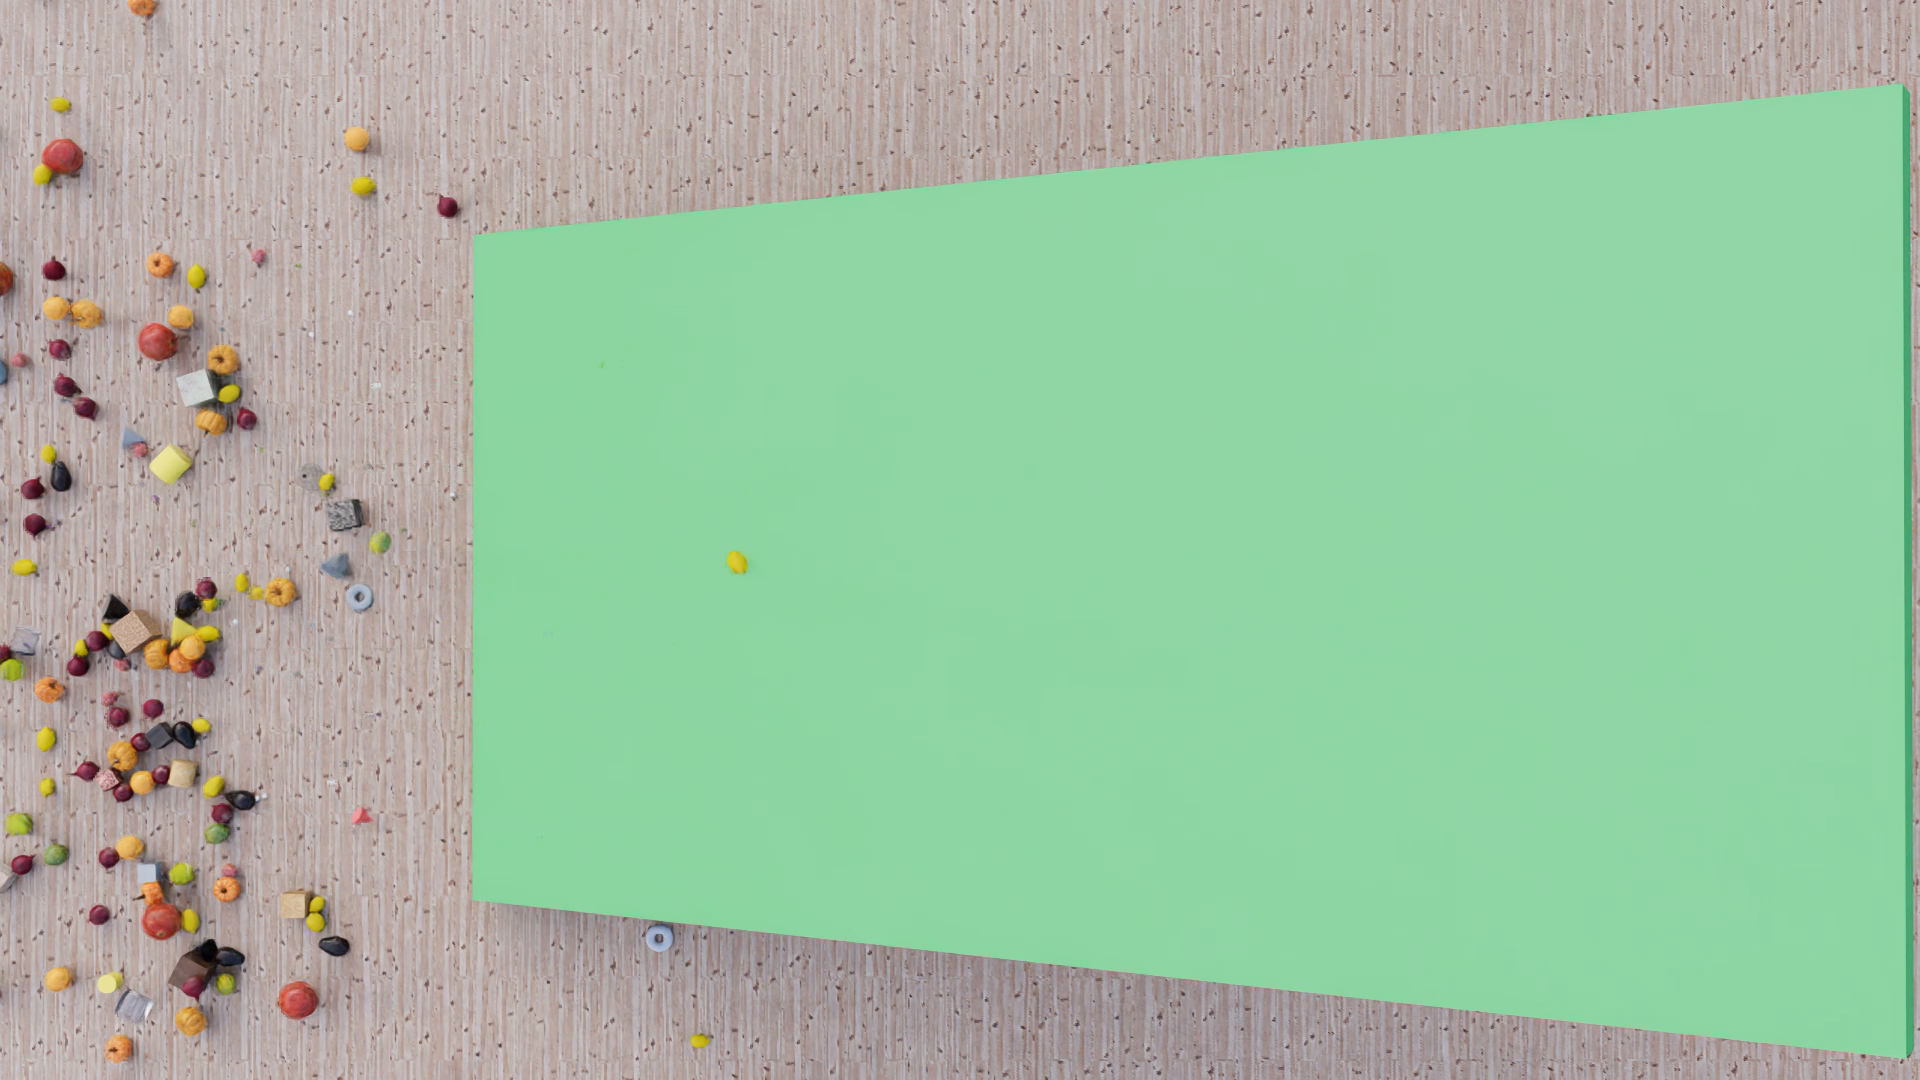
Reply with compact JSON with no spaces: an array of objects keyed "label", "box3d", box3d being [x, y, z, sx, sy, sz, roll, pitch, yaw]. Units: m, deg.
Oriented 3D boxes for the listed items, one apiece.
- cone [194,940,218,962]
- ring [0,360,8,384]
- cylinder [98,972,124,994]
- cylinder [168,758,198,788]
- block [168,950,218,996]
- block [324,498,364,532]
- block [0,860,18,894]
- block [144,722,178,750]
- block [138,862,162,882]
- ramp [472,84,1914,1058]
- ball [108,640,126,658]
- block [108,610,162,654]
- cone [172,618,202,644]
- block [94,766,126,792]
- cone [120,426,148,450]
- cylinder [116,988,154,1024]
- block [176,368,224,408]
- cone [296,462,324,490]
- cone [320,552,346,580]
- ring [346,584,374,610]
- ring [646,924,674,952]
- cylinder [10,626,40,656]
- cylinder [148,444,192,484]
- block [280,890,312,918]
[{"label":"cone","box3d":[-2.303,1.245,6.675,0.065,0.065,0.065,-4,89,27]},{"label":"ring","box3d":[-2.947,-0.510,6.661,0.113,0.038,0.113,-10,132,-11]},{"label":"cylinder","box3d":[-2.573,1.341,6.661,0.055,0.055,0.055,0,89,0]},{"label":"cylinder","box3d":[-2.354,0.706,6.658,0.072,0.072,0.072,13,89,0]},{"label":"block","box3d":[-2.317,1.309,6.643,0.091,0.091,0.091,28,90,0]},{"label":"block","box3d":[-1.863,-0.076,6.661,0.082,0.082,0.082,-13,89,0]},{"label":"block","box3d":[-2.914,1.023,6.656,0.071,0.071,0.071,35,90,0]},{"label":"block","box3d":[-2.422,0.594,6.666,0.059,0.059,0.059,-38,90,0]},{"label":"block","box3d":[-2.456,1.007,6.665,0.054,0.054,0.054,-3,89,0]},{"label":"ramp","box3d":[0.262,0.072,5.606,4.000,0.100,2.000,0,89,32]},{"label":"ball","box3d":[-2.553,0.331,6.668,0.059,0.059,0.059,0,89,0]},{"label":"block","box3d":[-2.494,0.277,6.651,0.095,0.095,0.095,-36,90,0]},{"label":"cone","box3d":[-2.343,0.280,6.679,0.085,0.085,0.085,8,89,-27]},{"label":"block","box3d":[-2.577,0.724,6.667,0.054,0.054,0.054,-31,90,0]},{"label":"cone","box3d":[-2.509,-0.306,6.687,0.074,0.074,0.074,9,89,-27]},{"label":"cylinder","box3d":[-2.496,1.409,6.649,0.078,0.078,0.078,25,90,0]},{"label":"block","box3d":[-2.301,-0.458,6.660,0.091,0.091,0.091,-18,90,0]},{"label":"cone","box3d":[-1.980,-0.193,6.660,0.085,0.085,0.085,0,89,0]},{"label":"cone","box3d":[-1.886,0.065,6.683,0.079,0.079,0.079,28,63,0]},{"label":"ring","box3d":[-1.824,0.174,6.686,0.083,0.028,0.083,0,88,0]},{"label":"ring","box3d":[-0.912,1.209,6.676,0.084,0.028,0.084,0,90,-1]},{"label":"cylinder","box3d":[-2.832,0.306,6.662,0.073,0.073,0.073,17,90,0]},{"label":"cylinder","box3d":[-2.392,-0.231,6.660,0.087,0.087,0.087,44,90,0]},{"label":"block","box3d":[-2.008,1.102,6.655,0.072,0.072,0.072,0,89,0]}]
